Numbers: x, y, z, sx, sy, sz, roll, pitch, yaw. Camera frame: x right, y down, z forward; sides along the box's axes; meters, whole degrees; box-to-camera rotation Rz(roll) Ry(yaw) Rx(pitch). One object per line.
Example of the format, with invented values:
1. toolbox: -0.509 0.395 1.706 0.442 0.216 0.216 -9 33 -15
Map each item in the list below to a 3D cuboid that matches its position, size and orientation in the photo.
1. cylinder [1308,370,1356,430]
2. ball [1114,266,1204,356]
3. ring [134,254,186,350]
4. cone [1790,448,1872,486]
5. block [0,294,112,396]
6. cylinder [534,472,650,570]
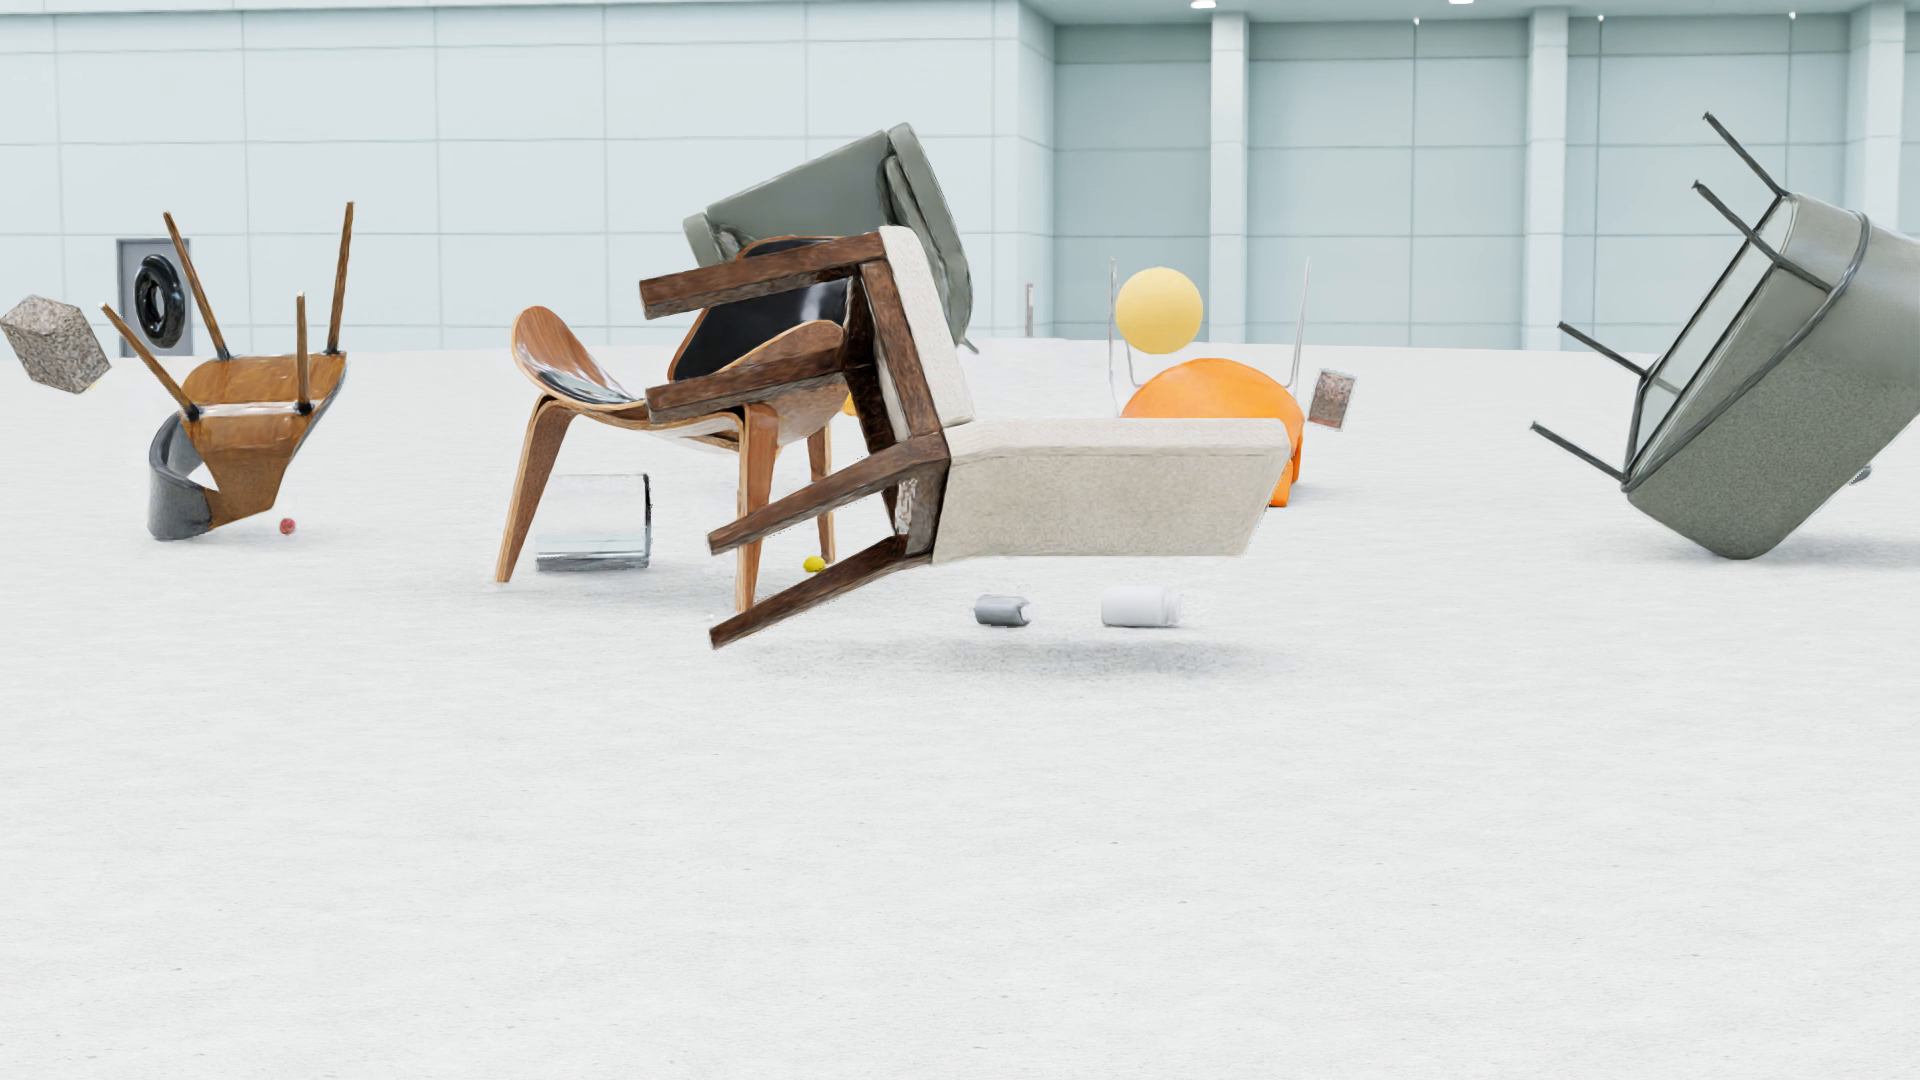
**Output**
1. cylinder: 1.023 -0.386 7.070 0.094 0.148 0.186 15 2 8
2. ball: 0.411 -0.473 5.298 0.182 0.182 0.182 0 6 0
3. ring: -1.804 -0.537 5.785 0.125 0.217 0.056 -2 7 26
4. cone: 2.240 -0.187 6.639 0.206 0.096 0.144 4 5 29
5. block: -1.990 -0.430 5.642 0.166 0.168 0.101 15 49 31
6. cylinder: -0.824 -0.041 5.737 0.247 0.206 0.258 -1 -22 -11
